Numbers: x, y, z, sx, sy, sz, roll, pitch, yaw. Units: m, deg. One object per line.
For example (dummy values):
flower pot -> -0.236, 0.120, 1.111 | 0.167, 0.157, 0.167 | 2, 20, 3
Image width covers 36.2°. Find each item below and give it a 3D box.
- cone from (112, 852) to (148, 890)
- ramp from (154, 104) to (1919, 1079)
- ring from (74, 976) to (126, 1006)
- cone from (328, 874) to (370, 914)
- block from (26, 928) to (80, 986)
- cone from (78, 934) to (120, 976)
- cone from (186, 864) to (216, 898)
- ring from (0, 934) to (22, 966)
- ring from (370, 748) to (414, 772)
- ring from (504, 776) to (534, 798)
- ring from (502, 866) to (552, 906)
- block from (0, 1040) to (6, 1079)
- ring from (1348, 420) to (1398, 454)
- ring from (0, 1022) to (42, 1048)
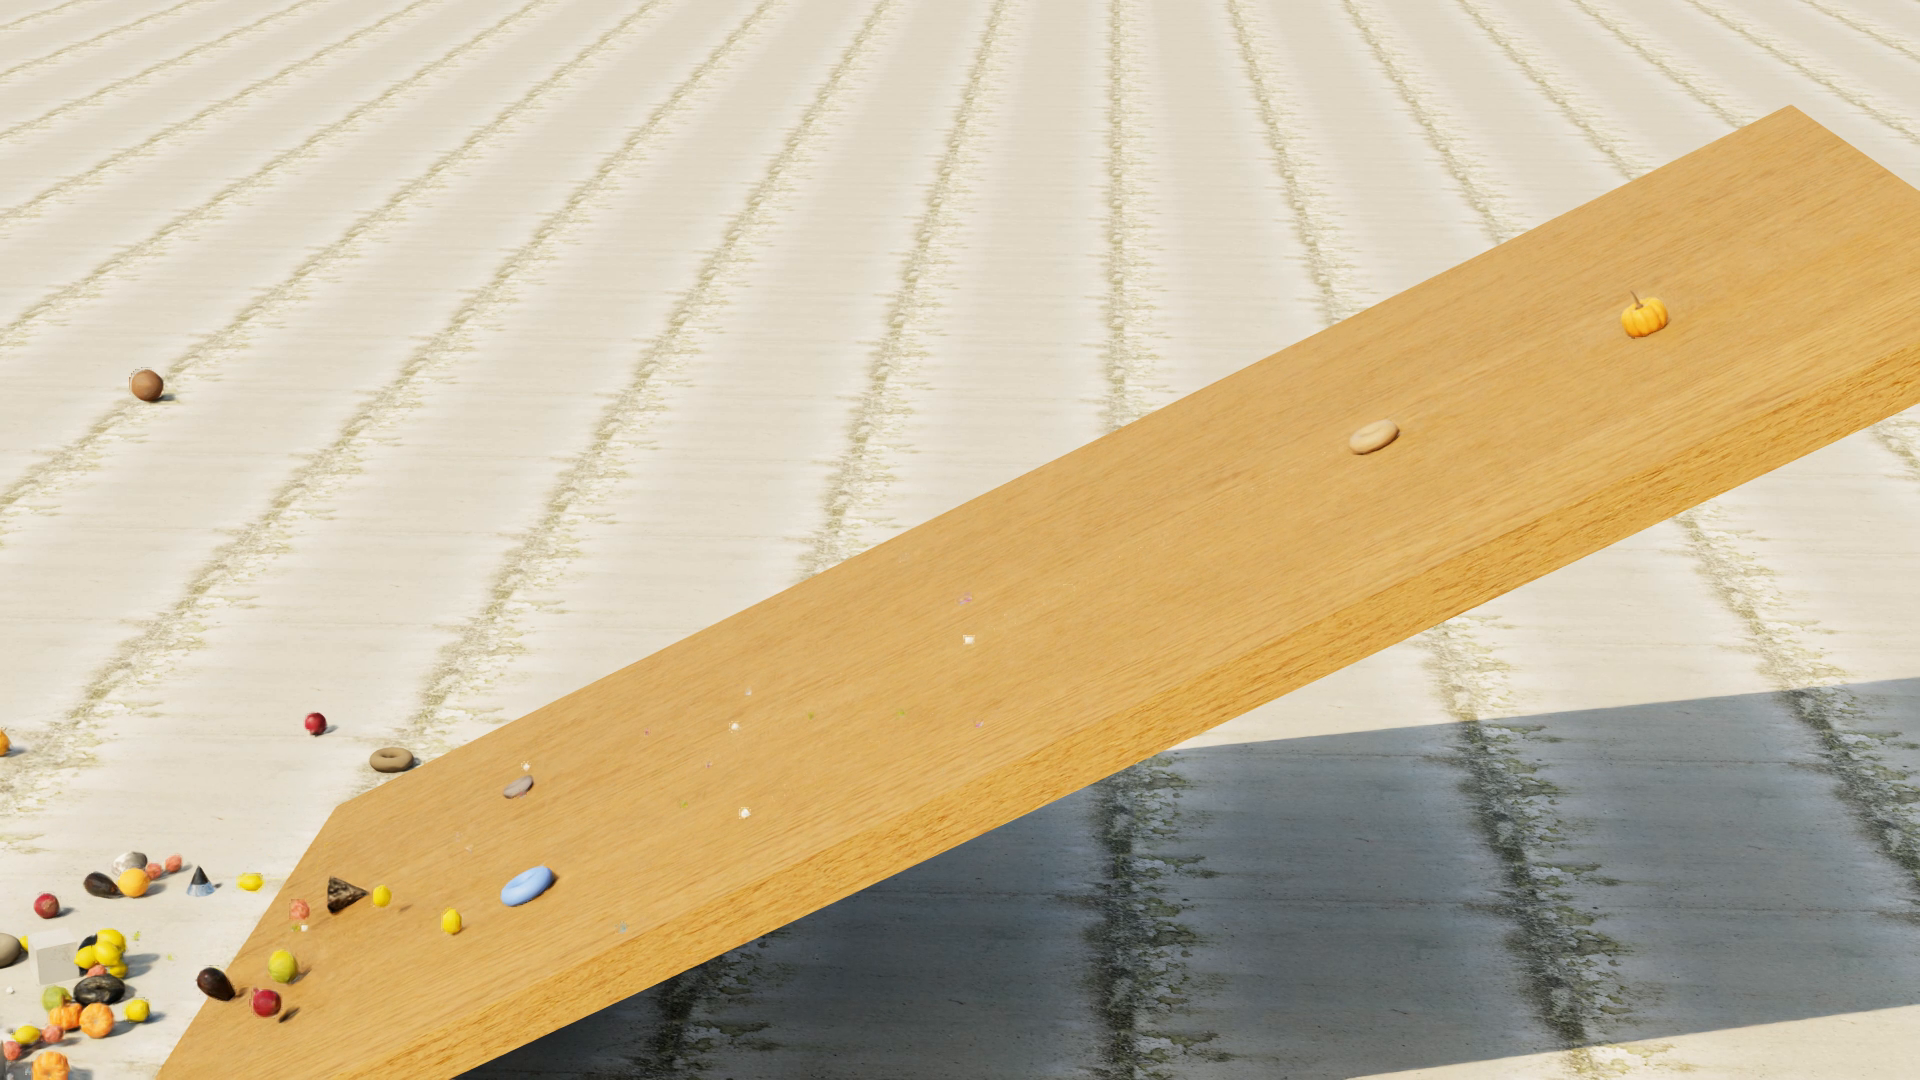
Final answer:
cone -> -2.053, 0.839, 7.313 | 0.090, 0.090, 0.090 | -10, 46, -29
ramp -> 0.140, 0.168, 6.281 | 4.000, 0.100, 2.000 | -26, 14, 10
ring -> -1.961, 1.027, 6.700 | 0.116, 0.039, 0.116 | 1, 18, 0
cone -> -1.373, 0.798, 6.633 | 0.090, 0.090, 0.090 | 0, 17, -3
block -> -2.100, 0.964, 6.812 | 0.092, 0.092, 0.092 | -9, 19, -28
cone -> -2.019, 0.972, 6.869 | 0.097, 0.097, 0.097 | -9, -8, -27
cone -> -1.880, 0.835, 7.272 | 0.072, 0.072, 0.072 | 0, 17, 0
ring -> -2.273, 0.964, 6.894 | 0.139, 0.046, 0.139 | 0, 18, 0
ring -> -1.563, 0.604, 8.087 | 0.121, 0.040, 0.121 | 1, 17, 0
ring -> -1.020, 0.572, 6.800 | 0.078, 0.026, 0.078 | -27, 12, 6
ring -> -0.886, 0.709, 6.017 | 0.116, 0.039, 0.116 | -27, 12, 6
block -> -2.097, 1.127, 6.279 | 0.090, 0.090, 0.090 | 0, 17, -2
ring -> 0.842, -0.210, 6.000 | 0.106, 0.035, 0.106 | -25, 15, 7
ring -> -2.076, 1.094, 6.492 | 0.094, 0.031, 0.094 | 1, 18, 0
